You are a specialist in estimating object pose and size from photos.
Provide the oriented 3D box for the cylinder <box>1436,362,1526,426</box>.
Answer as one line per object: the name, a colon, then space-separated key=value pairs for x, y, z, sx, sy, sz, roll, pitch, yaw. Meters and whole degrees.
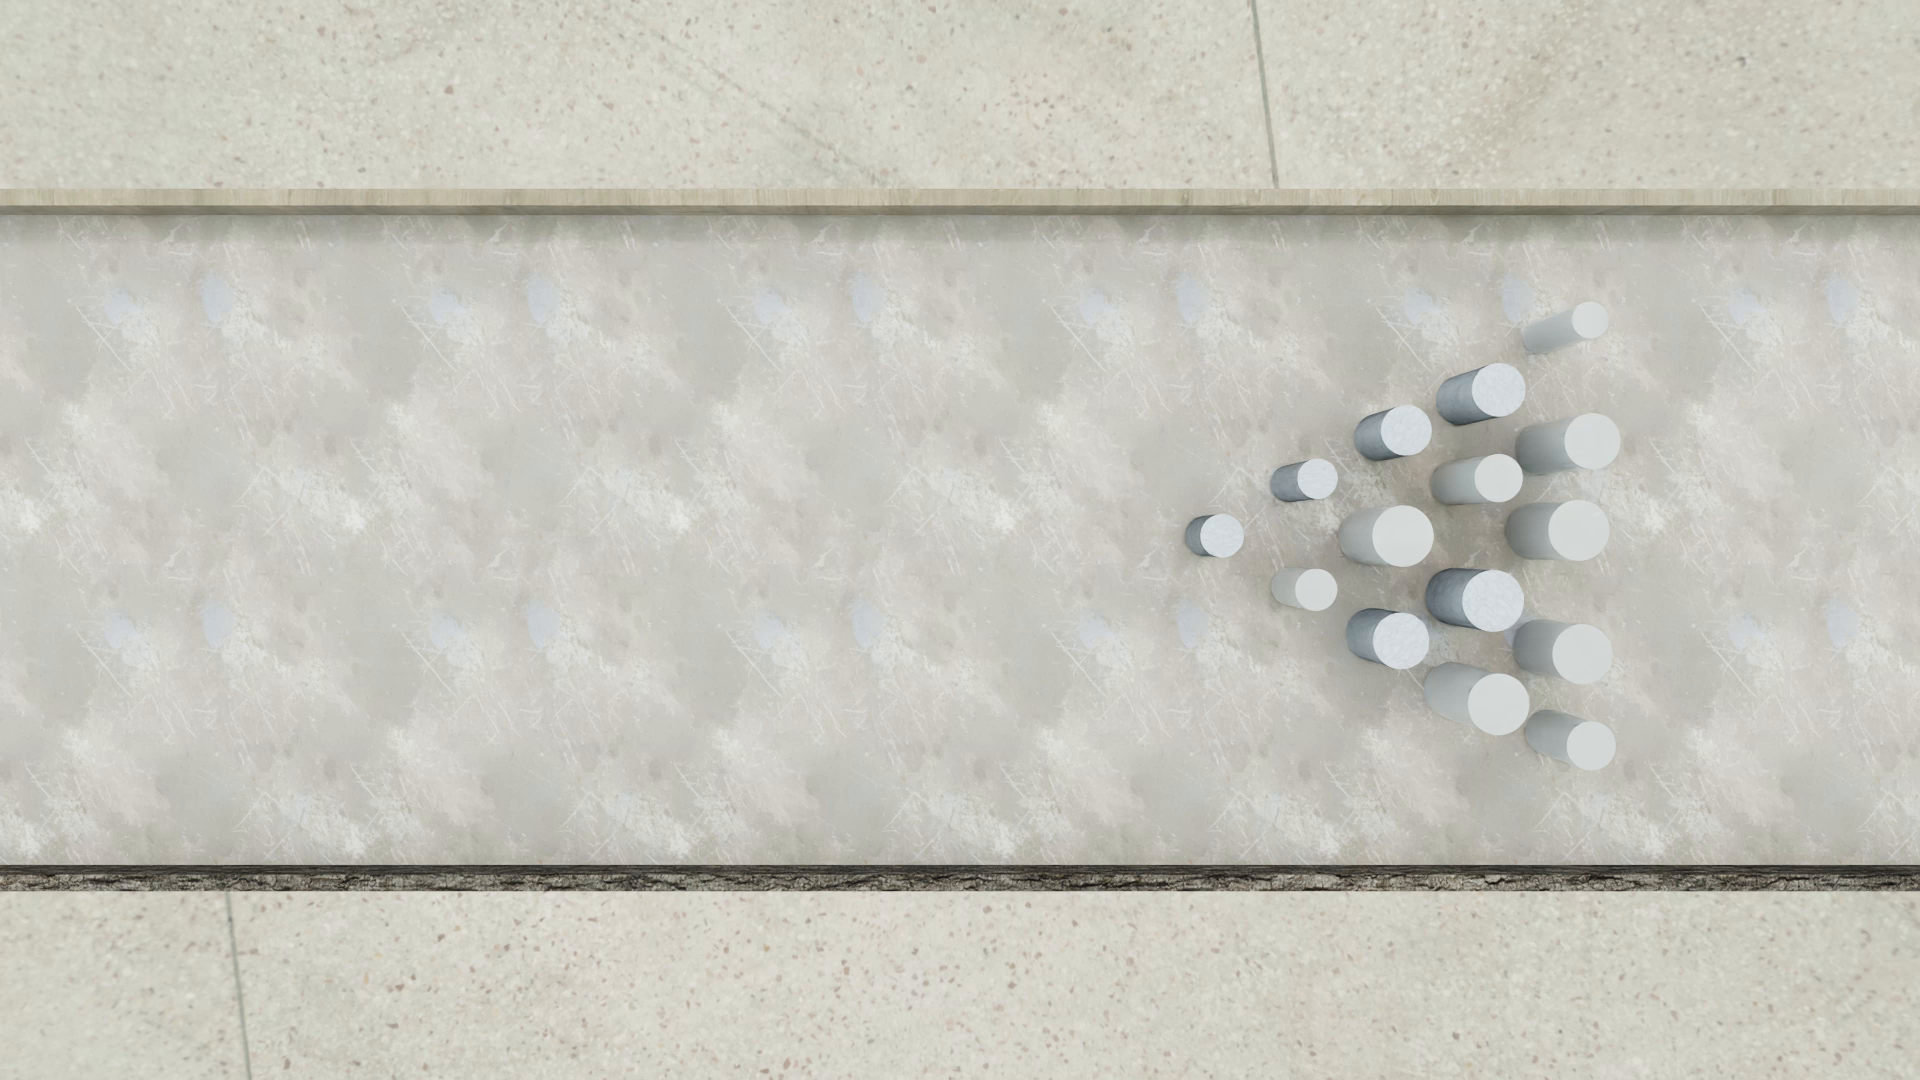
cylinder: x=1.541 y=-0.430 z=4.897 sx=0.154 sy=0.359 sz=0.154 roll=0 pitch=90 yaw=0

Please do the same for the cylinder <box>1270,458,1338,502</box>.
cylinder: x=1.012 y=-0.173 z=4.872 sx=0.114 sy=0.409 sz=0.114 roll=0 pitch=90 yaw=0

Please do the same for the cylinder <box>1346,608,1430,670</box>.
cylinder: x=1.269 y=0.290 z=4.910 sx=0.162 sy=0.334 sz=0.162 roll=0 pitch=90 yaw=0

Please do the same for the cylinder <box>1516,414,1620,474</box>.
cylinder: x=1.788 y=-0.280 z=4.870 sx=0.159 sy=0.414 sz=0.159 roll=0 pitch=90 yaw=0

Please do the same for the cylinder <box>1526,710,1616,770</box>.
cylinder: x=1.810 y=0.591 z=4.903 sx=0.141 sy=0.347 sz=0.141 roll=0 pitch=90 yaw=0

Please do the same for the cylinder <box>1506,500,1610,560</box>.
cylinder: x=1.768 y=-0.028 z=4.894 sx=0.175 sy=0.366 sz=0.175 roll=0 pitch=90 yaw=0

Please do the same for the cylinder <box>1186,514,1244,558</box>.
cylinder: x=0.755 y=-0.012 z=4.913 sx=0.126 sy=0.326 sz=0.126 roll=0 pitch=90 yaw=0

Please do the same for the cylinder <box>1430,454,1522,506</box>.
cylinder: x=1.516 y=-0.174 z=4.859 sx=0.136 sy=0.436 sz=0.136 roll=0 pitch=90 yaw=0

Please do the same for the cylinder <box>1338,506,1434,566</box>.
cylinder: x=1.251 y=-0.011 z=4.868 sx=0.174 sy=0.418 sz=0.174 roll=0 pitch=90 yaw=0

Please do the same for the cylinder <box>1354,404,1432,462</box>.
cylinder: x=1.286 y=-0.316 z=4.914 sx=0.146 sy=0.324 sz=0.146 roll=0 pitch=90 yaw=0

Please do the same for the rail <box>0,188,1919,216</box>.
rail: x=-2.247 y=-1.025 z=5.002 sx=12.000 sy=0.150 sz=0.050 roll=0 pitch=90 yaw=0

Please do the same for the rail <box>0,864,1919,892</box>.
rail: x=-2.247 y=1.025 z=5.001 sx=12.000 sy=0.150 sz=0.050 roll=0 pitch=90 yaw=0

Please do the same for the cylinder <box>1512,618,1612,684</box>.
cylinder: x=1.788 y=0.328 z=4.907 sx=0.173 sy=0.339 sz=0.173 roll=0 pitch=90 yaw=0

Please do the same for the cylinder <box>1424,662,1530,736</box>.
cylinder: x=1.514 y=0.462 z=4.856 sx=0.173 sy=0.441 sz=0.173 roll=0 pitch=90 yaw=0

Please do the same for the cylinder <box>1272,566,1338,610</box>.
cylinder: x=1.017 y=0.142 z=4.894 sx=0.120 sy=0.366 sz=0.120 roll=0 pitch=90 yaw=0

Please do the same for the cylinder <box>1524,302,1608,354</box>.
cylinder: x=1.785 y=-0.623 z=4.874 sx=0.104 sy=0.405 sz=0.104 roll=0 pitch=90 yaw=0

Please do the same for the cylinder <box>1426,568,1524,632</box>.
cylinder: x=1.520 y=0.174 z=4.889 sx=0.176 sy=0.376 sz=0.176 roll=0 pitch=90 yaw=0
